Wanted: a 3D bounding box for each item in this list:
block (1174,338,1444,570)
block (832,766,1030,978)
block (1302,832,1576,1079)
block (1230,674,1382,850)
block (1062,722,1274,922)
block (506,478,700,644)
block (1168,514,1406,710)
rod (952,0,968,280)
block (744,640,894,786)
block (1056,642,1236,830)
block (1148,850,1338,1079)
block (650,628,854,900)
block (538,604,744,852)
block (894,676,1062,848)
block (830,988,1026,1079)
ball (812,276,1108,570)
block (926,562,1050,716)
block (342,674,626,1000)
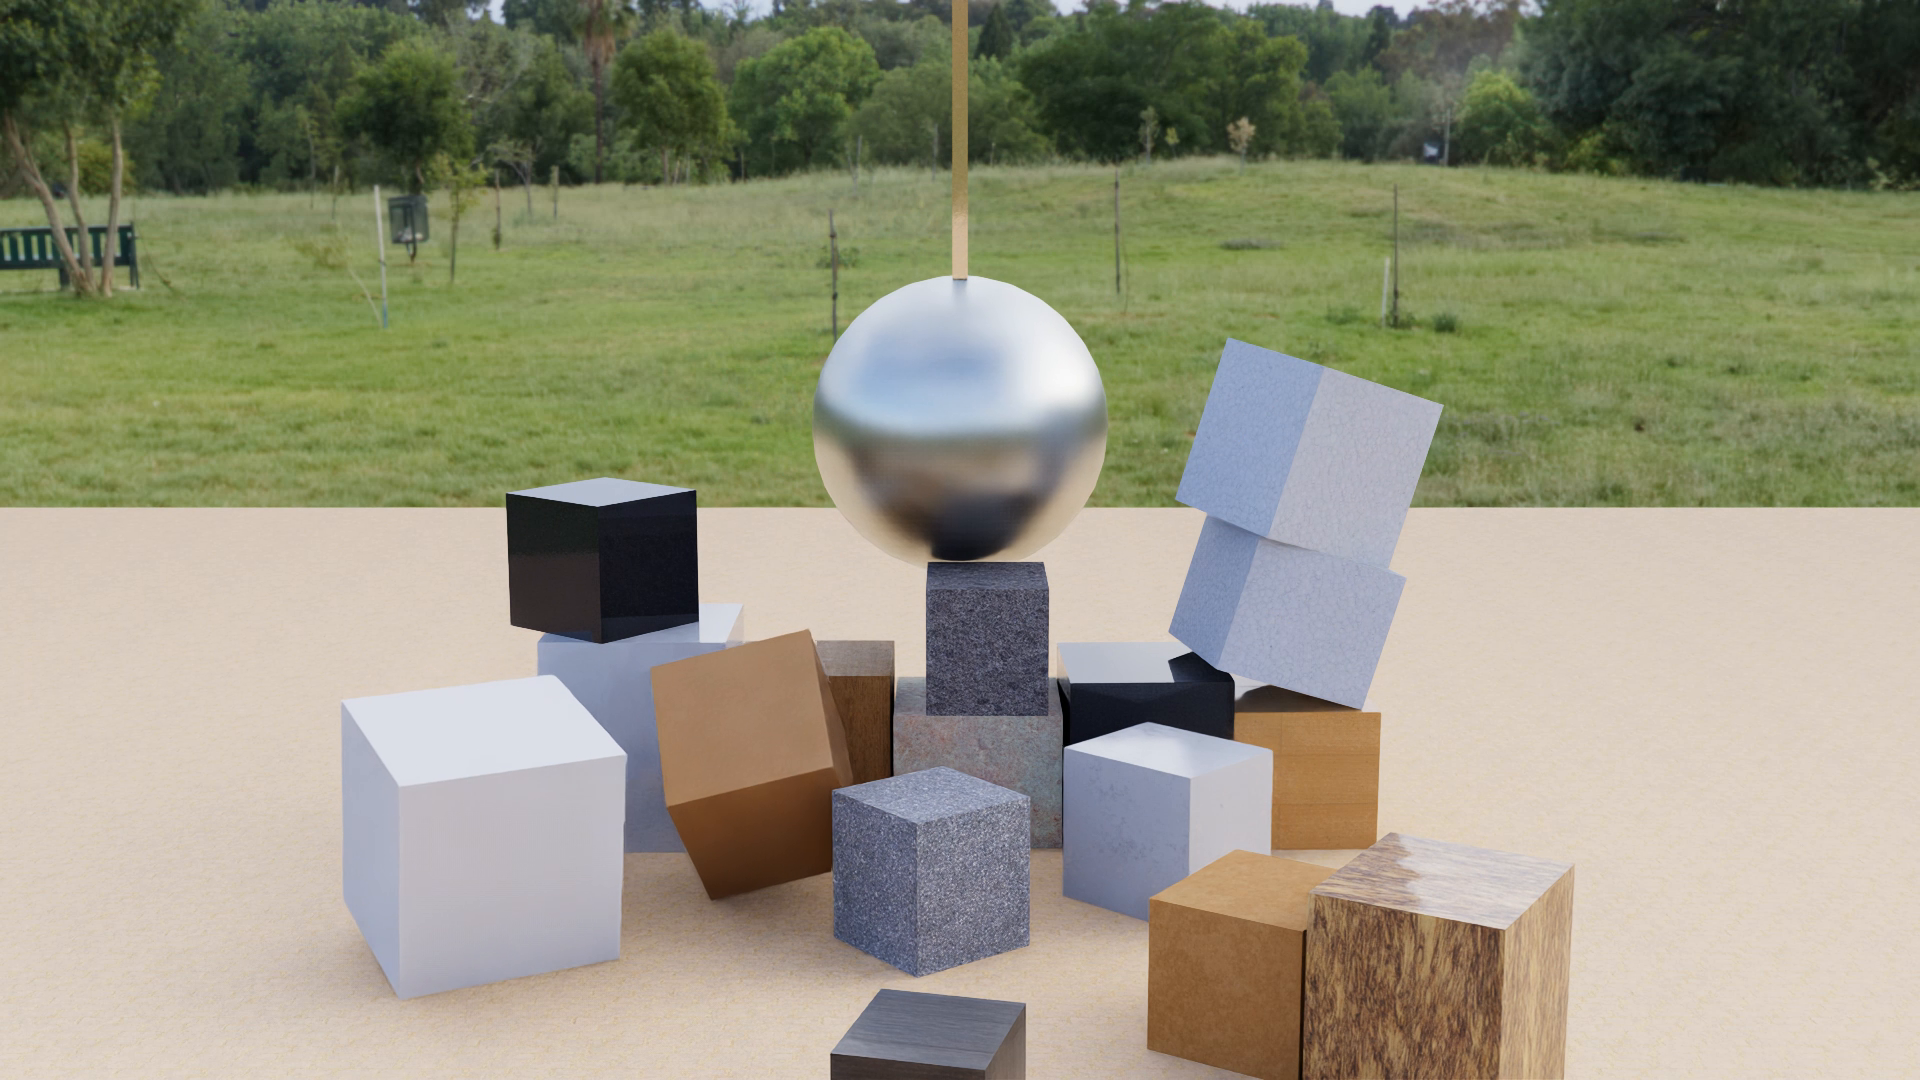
[{"bbox_3d":[1.749,-0.438,11.066,0.817,0.864,0.772,13,8,-33],"label":"block"},{"bbox_3d":[-0.128,1.447,9.702,0.621,0.682,0.619,-8,13,-37],"label":"block"},{"bbox_3d":[1.762,1.652,8.080,0.720,0.859,0.819,6,12,31],"label":"block"},{"bbox_3d":[1.714,1.131,11.367,0.735,0.709,0.820,0,10,-1],"label":"block"},{"bbox_3d":[0.966,1.324,10.263,0.735,0.724,0.630,9,14,42],"label":"block"},{"bbox_3d":[-1.811,0.090,11.164,0.679,0.682,0.668,8,13,38],"label":"block"},{"bbox_3d":[1.652,0.336,11.225,0.797,0.696,0.846,16,7,-13],"label":"block"},{"bbox_3d":[0.000,-3.860,10.814,0.080,5.200,0.080,0,18,0],"label":"rod"},{"bbox_3d":[-0.743,1.038,11.388,0.791,0.882,0.790,0,10,0],"label":"block"},{"bbox_3d":[0.935,1.052,11.333,0.812,0.875,0.885,0,10,-2],"label":"block"},{"bbox_3d":[1.205,1.667,8.668,0.648,0.618,0.729,7,12,34],"label":"block"},{"bbox_3d":[-0.929,1.049,10.221,0.757,0.823,0.786,-14,50,0],"label":"block"},{"bbox_3d":[-1.614,0.949,11.344,0.924,1.074,0.926,0,10,0],"label":"block"},{"bbox_3d":[0.090,1.139,11.384,0.842,0.686,0.817,0,10,0],"label":"block"},{"bbox_3d":[-0.100,1.920,7.551,0.531,0.521,0.586,3,11,15],"label":"block"},{"bbox_3d":[0.000,-0.619,11.841,1.600,1.600,1.600,0,10,0],"label":"ball"},{"bbox_3d":[0.135,0.494,11.225,0.607,0.641,0.721,0,10,0],"label":"block"},{"bbox_3d":[-2.082,1.258,9.549,0.961,0.972,0.921,-6,21,-29],"label":"block"}]
